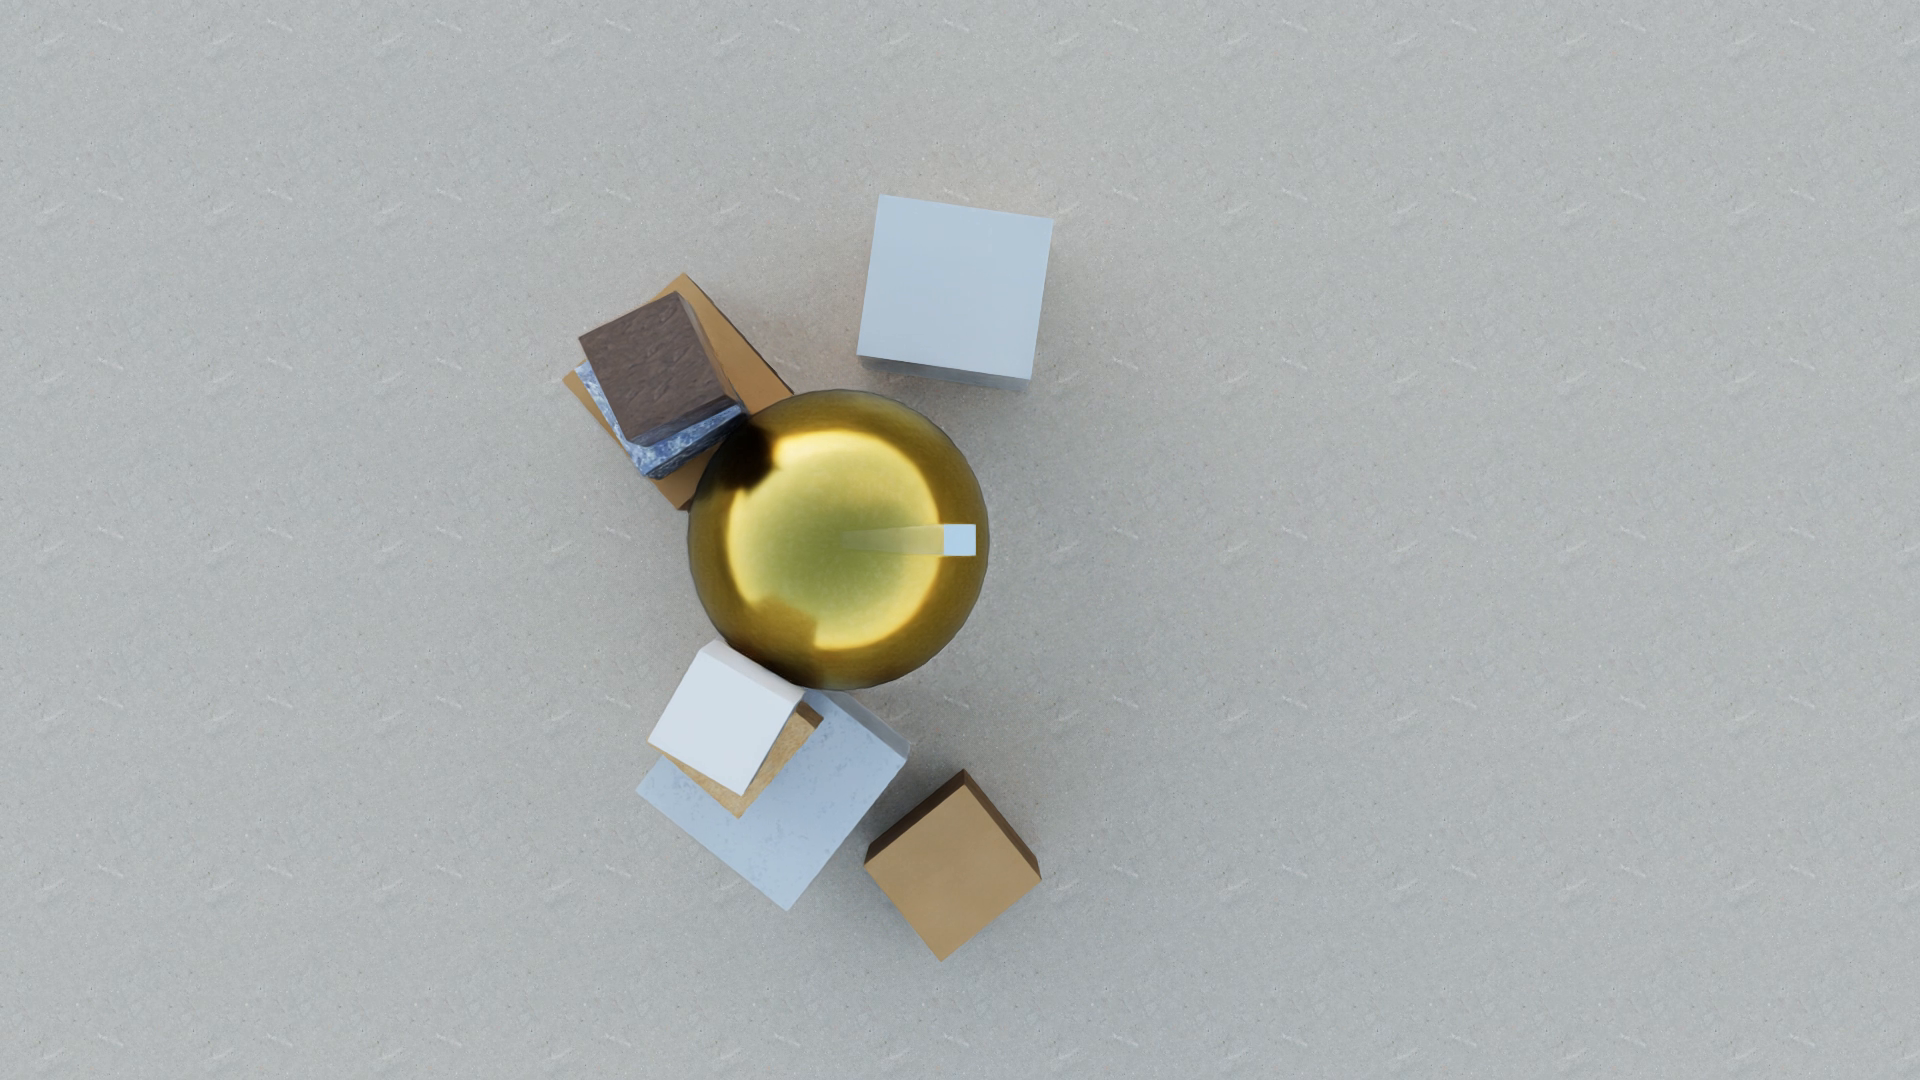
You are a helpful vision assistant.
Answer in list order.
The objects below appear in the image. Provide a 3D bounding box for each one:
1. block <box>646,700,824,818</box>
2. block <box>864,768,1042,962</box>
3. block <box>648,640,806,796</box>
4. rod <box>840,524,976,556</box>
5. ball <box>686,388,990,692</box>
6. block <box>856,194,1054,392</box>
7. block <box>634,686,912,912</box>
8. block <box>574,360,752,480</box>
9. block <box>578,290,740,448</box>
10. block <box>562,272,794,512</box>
[{"bbox_3d":[-1.174,0.997,11.614,0.626,0.683,0.611,41,90,0],"label":"block"},{"bbox_3d":[-0.041,1.840,12.569,0.719,0.861,0.683,-39,90,0],"label":"block"},{"bbox_3d":[-1.159,0.879,10.993,0.536,0.524,0.520,30,94,0],"label":"block"},{"bbox_3d":[-0.276,0.000,8.234,0.080,5.200,0.080,0,90,-6],"label":"rod"},{"bbox_3d":[-0.638,0.000,11.615,1.600,1.600,1.600,0,90,0],"label":"ball"},{"bbox_3d":[-0.027,-1.381,12.497,0.960,1.005,0.884,8,90,0],"label":"block"},{"bbox_3d":[-1.029,1.282,12.478,1.060,1.045,1.048,38,90,0],"label":"block"},{"bbox_3d":[-1.558,-0.770,11.672,0.615,0.574,0.657,-33,89,1],"label":"block"},{"bbox_3d":[-1.511,-0.851,11.094,0.536,0.582,0.564,-26,89,1],"label":"block"},{"bbox_3d":[-1.520,-0.808,12.480,0.887,1.031,0.947,-42,89,0],"label":"block"}]
